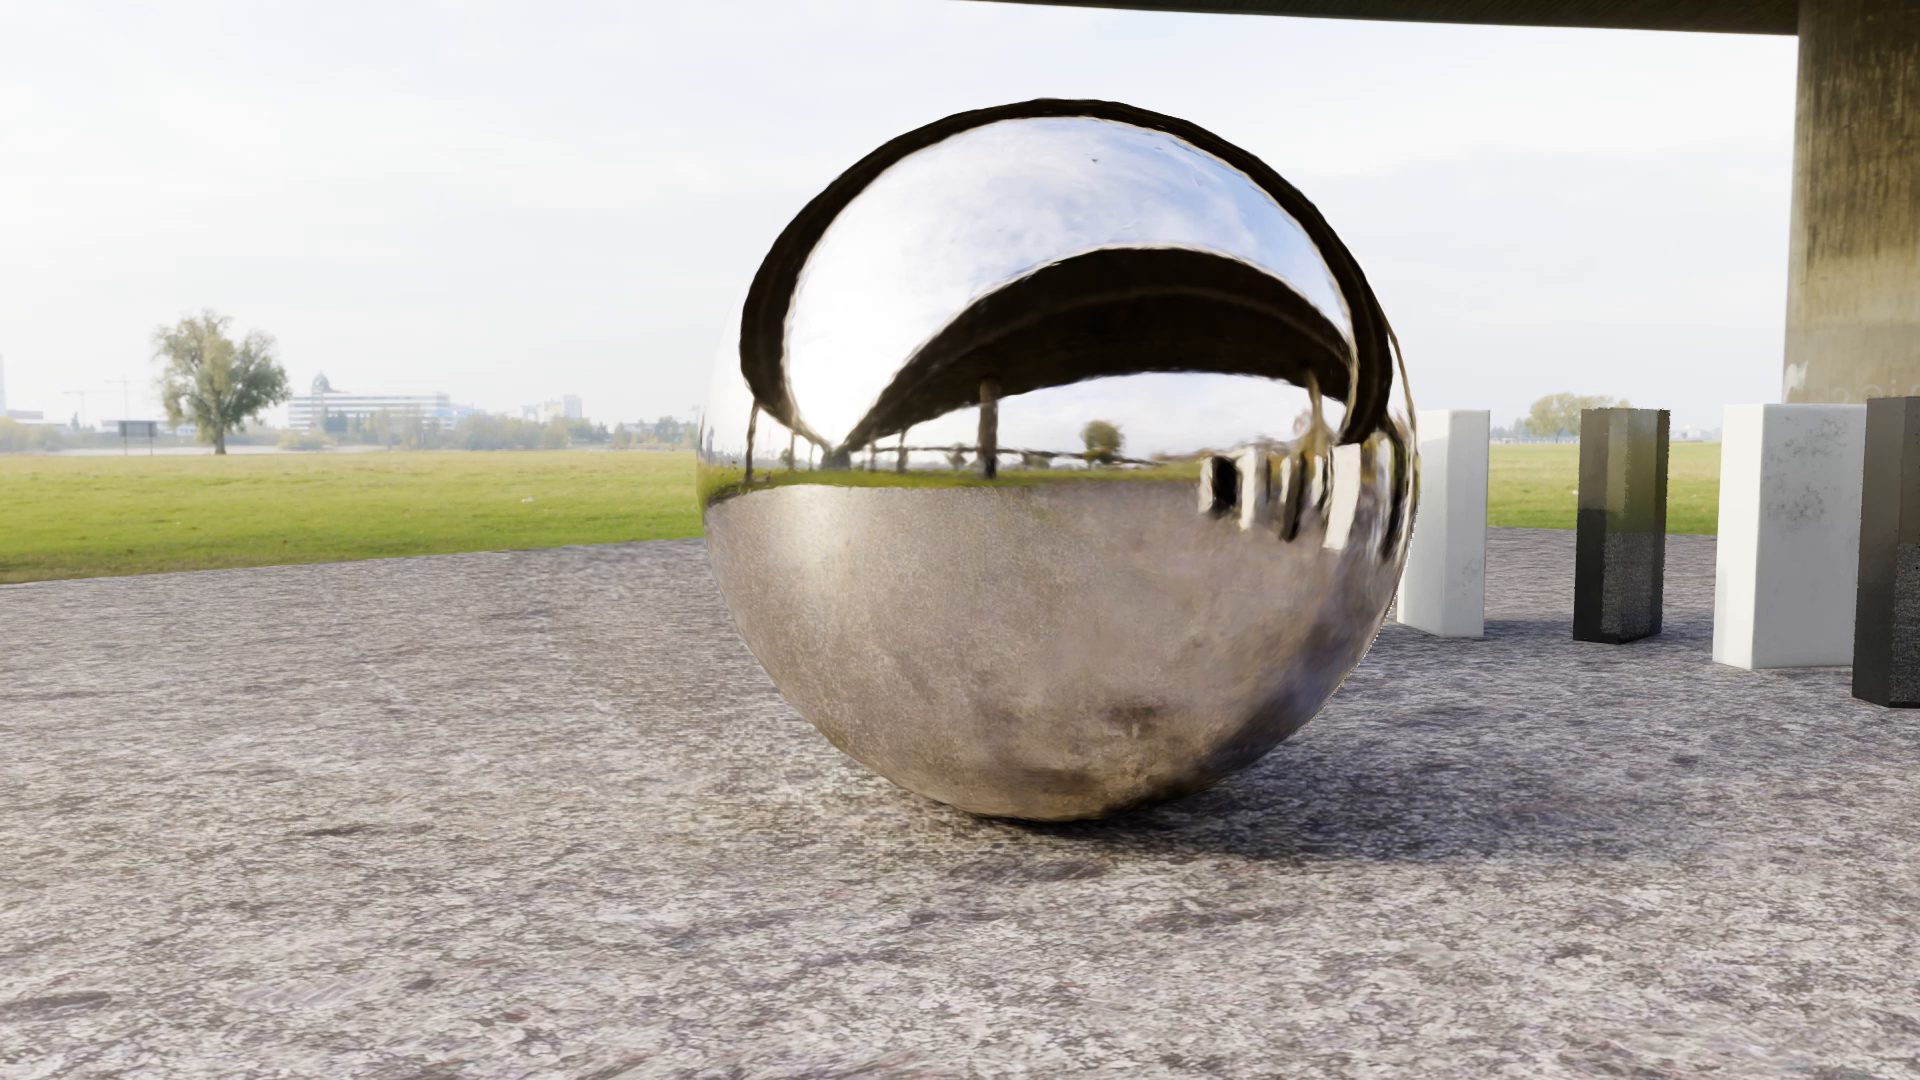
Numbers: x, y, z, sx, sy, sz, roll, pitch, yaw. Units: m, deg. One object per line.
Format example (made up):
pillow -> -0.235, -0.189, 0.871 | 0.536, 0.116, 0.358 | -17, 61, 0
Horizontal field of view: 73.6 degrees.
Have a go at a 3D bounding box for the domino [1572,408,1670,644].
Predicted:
domino -> 0.145, -0.004, 0.282 | 0.025, 0.050, 0.010 | -4, 6, -43

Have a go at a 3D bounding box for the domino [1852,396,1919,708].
domino -> 0.162, 0.002, 0.209 | 0.025, 0.050, 0.010 | 0, 4, 3

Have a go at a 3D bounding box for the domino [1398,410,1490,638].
domino -> 0.110, -0.004, 0.293 | 0.010, 0.050, 0.025 | 0, 4, -3

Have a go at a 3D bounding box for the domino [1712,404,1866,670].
domino -> 0.161, -0.001, 0.247 | 0.025, 0.050, 0.010 | -1, 4, -11

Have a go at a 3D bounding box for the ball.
ball -> 0.010, -0.009, 0.147 | 0.080, 0.080, 0.080 | 0, 4, 0
